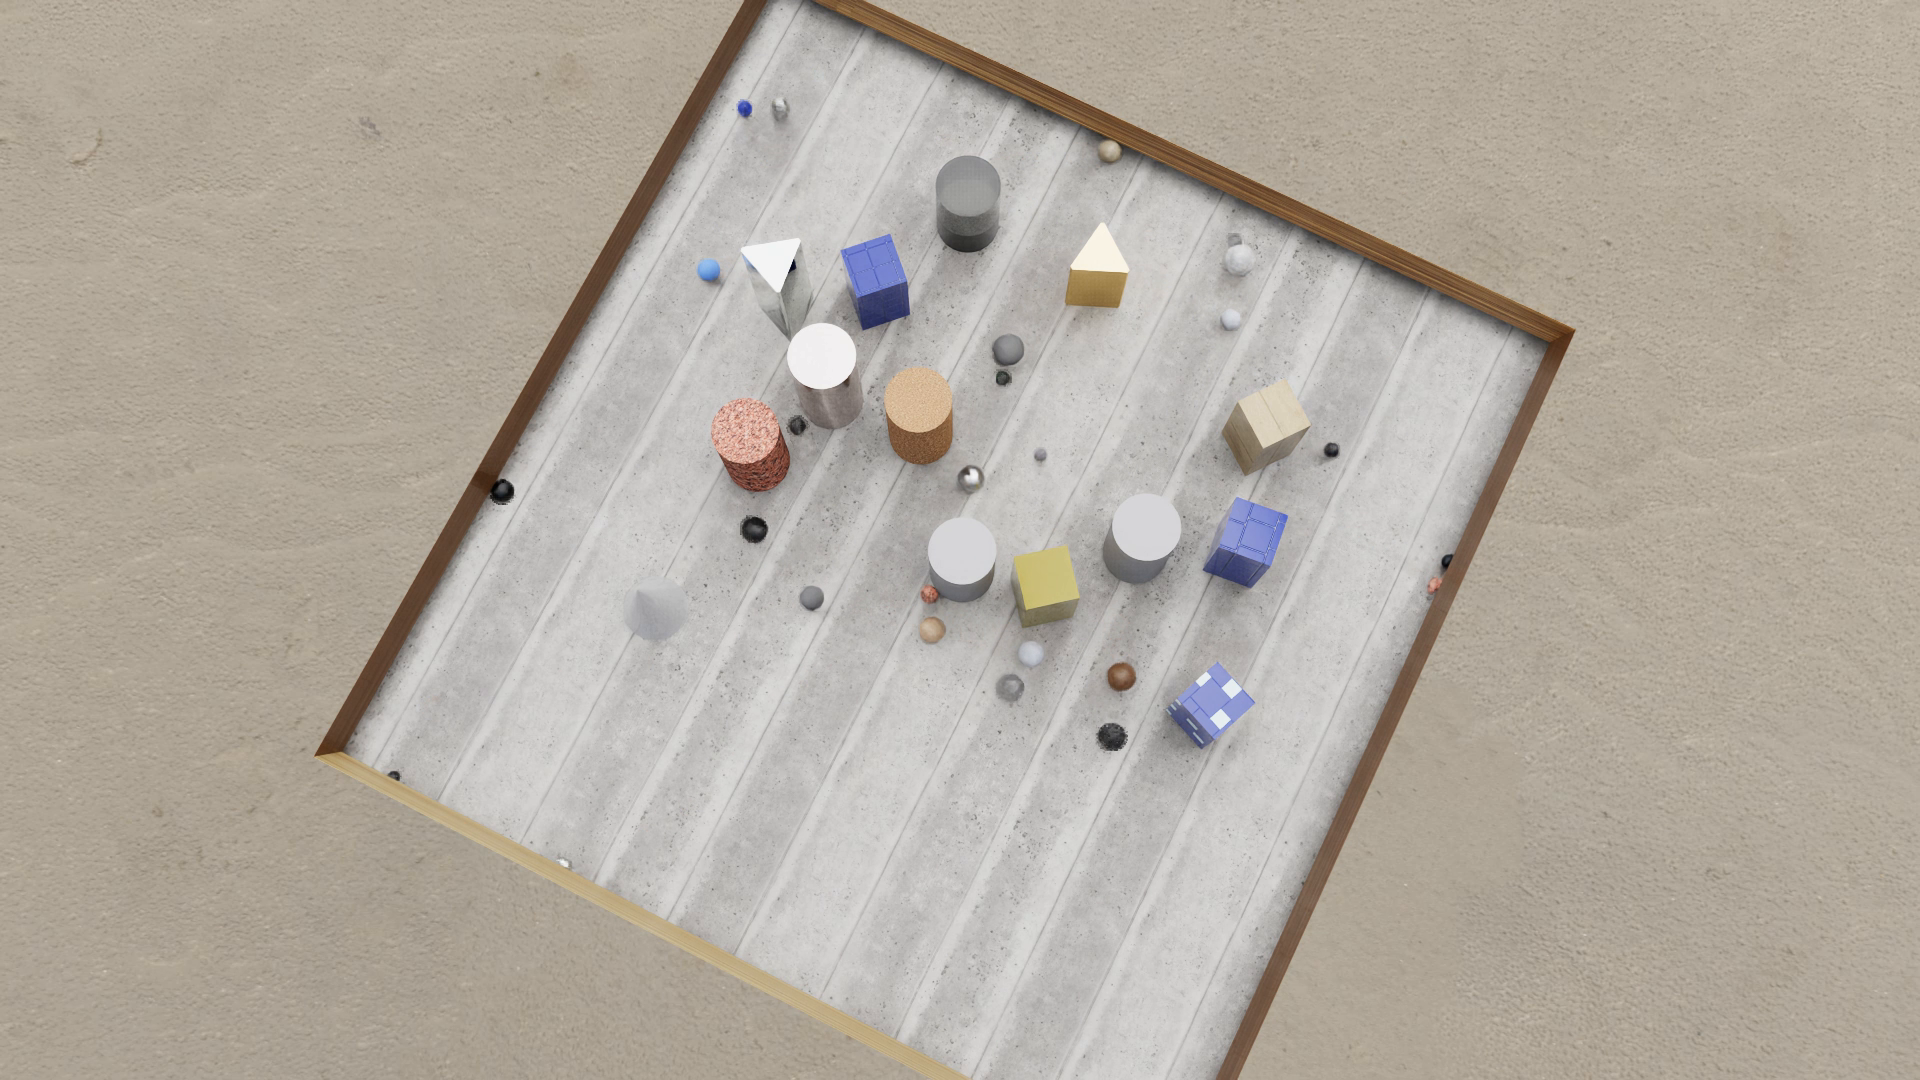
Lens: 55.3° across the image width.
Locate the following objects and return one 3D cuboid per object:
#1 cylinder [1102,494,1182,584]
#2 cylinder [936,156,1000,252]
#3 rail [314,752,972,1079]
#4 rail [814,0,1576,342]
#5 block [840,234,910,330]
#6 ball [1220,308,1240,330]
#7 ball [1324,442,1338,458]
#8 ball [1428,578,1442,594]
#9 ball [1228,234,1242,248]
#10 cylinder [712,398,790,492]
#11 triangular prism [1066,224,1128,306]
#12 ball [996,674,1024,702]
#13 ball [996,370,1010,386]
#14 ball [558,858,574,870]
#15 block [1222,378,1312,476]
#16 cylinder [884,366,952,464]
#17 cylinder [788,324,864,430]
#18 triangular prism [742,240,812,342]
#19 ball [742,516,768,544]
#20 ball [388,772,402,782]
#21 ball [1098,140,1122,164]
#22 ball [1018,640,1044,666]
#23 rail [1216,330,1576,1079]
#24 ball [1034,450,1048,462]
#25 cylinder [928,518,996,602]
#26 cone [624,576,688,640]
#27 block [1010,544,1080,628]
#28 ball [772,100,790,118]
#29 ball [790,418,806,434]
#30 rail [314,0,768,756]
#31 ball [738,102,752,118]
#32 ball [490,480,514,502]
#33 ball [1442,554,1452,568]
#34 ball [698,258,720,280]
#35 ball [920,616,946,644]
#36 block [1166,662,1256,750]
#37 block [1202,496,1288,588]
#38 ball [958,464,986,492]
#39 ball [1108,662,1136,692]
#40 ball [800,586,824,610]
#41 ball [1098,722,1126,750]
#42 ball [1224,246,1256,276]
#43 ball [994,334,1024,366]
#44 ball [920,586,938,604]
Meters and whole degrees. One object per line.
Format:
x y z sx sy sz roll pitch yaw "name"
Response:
0.535 0.000 5.429 0.198 0.367 0.198 0 78 0 "cylinder"
0.025 -1.038 5.677 0.198 0.303 0.198 0 78 0 "cylinder"
-0.629 1.239 5.294 2.797 0.128 0.045 26 80 5 "rail"
0.629 -1.225 5.804 2.797 0.128 0.045 26 80 5 "rail"
-0.257 -0.787 5.621 0.158 0.311 0.158 -19 79 -4 "block"
0.845 -0.690 5.726 0.065 0.065 0.065 0 78 0 "ball"
1.144 -0.277 5.650 0.047 0.047 0.047 0 78 0 "ball"
1.444 0.139 5.562 0.050 0.050 0.050 0 78 0 "ball"
0.869 -0.942 5.788 0.047 0.047 0.047 0 78 0 "ball"
-0.624 -0.281 5.493 0.198 0.357 0.198 0 78 0 "cylinder"
0.422 -0.844 5.626 0.171 0.324 0.148 4 78 1 "triangular prism"
0.151 0.442 5.482 0.085 0.085 0.085 0 78 0 "ball"
0.133 -0.503 5.697 0.047 0.047 0.047 0 78 0 "ball"
-1.163 0.958 5.394 0.047 0.047 0.047 0 78 0 "ball"
0.917 -0.335 5.510 0.158 0.345 0.158 -26 79 -5 "block"
-0.121 -0.368 5.498 0.198 0.382 0.198 0 78 0 "cylinder"
-0.398 -0.485 5.491 0.198 0.443 0.198 0 78 0 "cylinder"
-0.520 -0.774 5.529 0.148 0.486 0.171 -40 81 -8 "triangular prism"
-0.625 -0.030 5.581 0.081 0.081 0.081 0 78 0 "ball"
-1.684 0.709 5.448 0.043 0.043 0.043 0 78 0 "ball"
0.475 -1.237 5.834 0.076 0.076 0.076 0 78 0 "ball"
0.213 0.341 5.506 0.078 0.078 0.078 0 78 0 "ball"
1.230 0.609 5.424 0.045 0.128 2.860 26 80 5 "rail"
0.250 -0.260 5.650 0.040 0.040 0.040 0 78 0 "ball"
0.007 0.062 5.447 0.198 0.308 0.198 0 78 0 "cylinder"
-0.926 0.175 5.416 0.198 0.322 0.198 0 78 0 "cone"
0.248 0.141 5.412 0.158 0.343 0.158 -12 79 -3 "block"
-0.572 -1.382 5.873 0.058 0.058 0.058 0 78 0 "ball"
-0.503 -0.352 5.663 0.051 0.051 0.051 0 78 0 "ball"
-1.230 -0.595 5.673 0.045 0.128 2.860 26 80 5 "rail"
-0.690 -1.381 5.878 0.048 0.048 0.048 0 78 0 "ball"
-1.400 -0.150 5.611 0.072 0.072 0.072 0 78 0 "ball"
1.488 0.065 5.581 0.044 0.044 0.044 0 78 0 "ball"
-0.786 -0.849 5.757 0.070 0.070 0.070 0 78 0 "ball"
-0.083 0.270 5.520 0.080 0.080 0.080 0 78 0 "ball"
0.729 0.487 5.360 0.158 0.306 0.158 -41 81 -8 "block"
0.842 0.011 5.430 0.158 0.361 0.158 20 79 4 "block"
0.035 -0.189 5.613 0.085 0.085 0.085 0 78 0 "ball"
0.485 0.409 5.487 0.087 0.087 0.087 0 78 0 "ball"
-0.446 0.175 5.543 0.074 0.074 0.074 0 78 0 "ball"
0.452 0.584 5.453 0.083 0.083 0.083 0 78 0 "ball"
0.879 -0.877 5.750 0.095 0.095 0.095 0 78 0 "ball"
0.152 -0.591 5.688 0.099 0.099 0.099 0 78 0 "ball"
-0.092 0.166 5.554 0.055 0.055 0.055 0 78 0 "ball"
